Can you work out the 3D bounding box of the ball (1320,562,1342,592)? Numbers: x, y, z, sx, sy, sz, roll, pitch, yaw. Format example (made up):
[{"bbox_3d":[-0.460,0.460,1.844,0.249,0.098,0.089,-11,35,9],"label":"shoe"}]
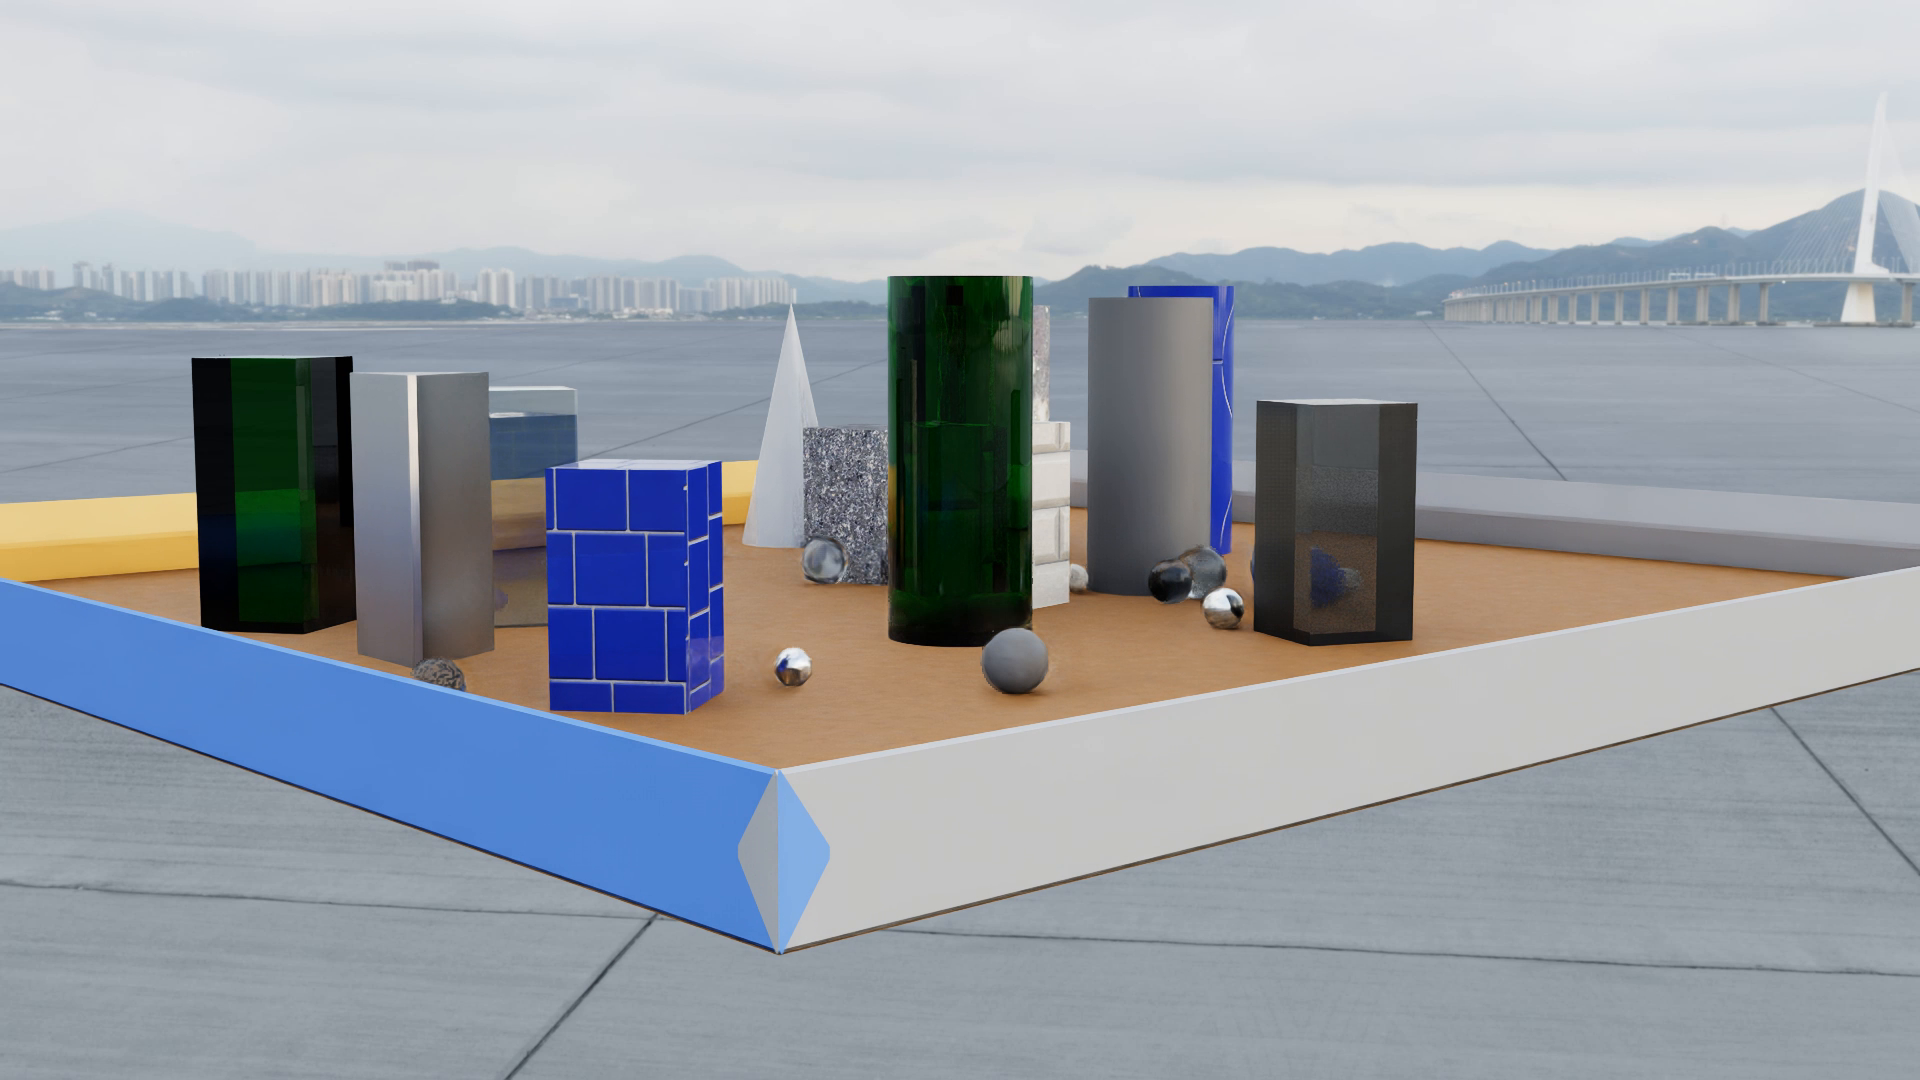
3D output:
[{"bbox_3d":[0.578,0.059,3.475,0.050,0.050,0.050,0,6,0],"label":"ball"}]

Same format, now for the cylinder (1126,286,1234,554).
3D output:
[{"bbox_3d":[0.405,-0.222,4.057,0.197,0.488,0.197,0,6,0],"label":"cylinder"}]

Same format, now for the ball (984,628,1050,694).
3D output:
[{"bbox_3d":[0.065,0.141,2.562,0.077,0.077,0.077,0,6,0],"label":"ball"}]

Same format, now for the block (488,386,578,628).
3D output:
[{"bbox_3d":[-0.637,-0.051,3.158,0.158,0.334,0.158,-2,6,-18],"label":"block"}]

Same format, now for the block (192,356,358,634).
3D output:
[{"bbox_3d":[-0.963,-0.068,3.105,0.158,0.380,0.158,1,6,13],"label":"block"}]

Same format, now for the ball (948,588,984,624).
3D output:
[{"bbox_3d":[0.008,0.094,3.137,0.050,0.050,0.050,0,6,0],"label":"ball"}]

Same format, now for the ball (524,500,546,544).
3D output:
[{"bbox_3d":[-0.788,-0.035,4.196,0.086,0.086,0.086,0,6,0],"label":"ball"}]

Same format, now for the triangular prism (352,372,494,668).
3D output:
[{"bbox_3d":[-0.672,-0.032,2.831,0.148,0.365,0.171,-5,8,-40],"label":"triangular prism"}]

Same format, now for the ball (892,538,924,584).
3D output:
[{"bbox_3d":[-0.072,0.035,3.579,0.075,0.075,0.075,0,6,0],"label":"ball"}]

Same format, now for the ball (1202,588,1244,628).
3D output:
[{"bbox_3d":[0.369,0.096,3.083,0.058,0.058,0.058,0,6,0],"label":"ball"}]

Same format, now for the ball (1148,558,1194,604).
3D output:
[{"bbox_3d":[0.321,0.063,3.345,0.069,0.069,0.069,0,6,0],"label":"ball"}]

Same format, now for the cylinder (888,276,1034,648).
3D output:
[{"bbox_3d":[0.000,-0.111,2.988,0.197,0.490,0.197,0,6,0],"label":"cylinder"}]

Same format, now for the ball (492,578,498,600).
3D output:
[{"bbox_3d":[-0.726,0.075,3.357,0.042,0.042,0.042,0,6,0],"label":"ball"}]

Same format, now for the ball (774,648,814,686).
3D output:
[{"bbox_3d":[-0.198,0.151,2.608,0.047,0.047,0.047,0,6,0],"label":"ball"}]

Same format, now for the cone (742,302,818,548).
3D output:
[{"bbox_3d":[-0.322,-0.224,4.212,0.197,0.460,0.197,0,6,0],"label":"cone"}]

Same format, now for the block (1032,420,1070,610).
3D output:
[{"bbox_3d":[0.057,-0.040,3.336,0.158,0.276,0.158,4,7,36],"label":"block"}]

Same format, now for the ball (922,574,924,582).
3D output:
[{"bbox_3d":[-0.028,0.059,3.416,0.061,0.061,0.061,0,6,0],"label":"ball"}]

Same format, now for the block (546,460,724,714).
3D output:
[{"bbox_3d":[-0.368,0.049,2.507,0.158,0.271,0.158,1,6,9],"label":"block"}]

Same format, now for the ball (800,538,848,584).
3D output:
[{"bbox_3d":[-0.220,0.034,3.577,0.078,0.078,0.078,0,6,0],"label":"ball"}]

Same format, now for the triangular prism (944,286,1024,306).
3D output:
[{"bbox_3d":[0.080,-0.251,4.316,0.171,0.491,0.148,3,7,27],"label":"triangular prism"}]

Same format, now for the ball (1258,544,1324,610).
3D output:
[{"bbox_3d":[0.495,0.054,3.287,0.099,0.099,0.099,0,6,0],"label":"ball"}]

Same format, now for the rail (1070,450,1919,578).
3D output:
[{"bbox_3d":[0.960,-0.059,4.213,0.045,0.128,2.514,-5,8,-42],"label":"rail"}]

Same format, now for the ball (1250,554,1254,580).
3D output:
[{"bbox_3d":[0.499,0.042,3.407,0.097,0.097,0.097,0,6,0],"label":"ball"}]

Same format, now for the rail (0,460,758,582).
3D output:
[{"bbox_3d":[-0.836,-0.061,4.233,2.661,0.128,0.045,-5,8,-42],"label":"rail"}]

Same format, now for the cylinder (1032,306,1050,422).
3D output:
[{"bbox_3d":[0.061,-0.191,3.930,0.197,0.453,0.197,0,6,0],"label":"cylinder"}]

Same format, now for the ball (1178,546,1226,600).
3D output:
[{"bbox_3d":[0.371,0.051,3.401,0.081,0.081,0.081,0,6,0],"label":"ball"}]

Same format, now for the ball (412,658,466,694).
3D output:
[{"bbox_3d":[-0.580,0.162,2.442,0.060,0.060,0.060,0,6,0],"label":"ball"}]

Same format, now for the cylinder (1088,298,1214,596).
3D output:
[{"bbox_3d":[0.302,-0.153,3.509,0.197,0.464,0.197,0,6,0],"label":"cylinder"}]

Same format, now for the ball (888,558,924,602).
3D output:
[{"bbox_3d":[-0.078,0.061,3.376,0.067,0.067,0.067,0,6,0],"label":"ball"}]

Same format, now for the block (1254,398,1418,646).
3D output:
[{"bbox_3d":[0.511,-0.029,3.006,0.158,0.321,0.158,-2,6,-20],"label":"block"}]

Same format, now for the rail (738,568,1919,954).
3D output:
[{"bbox_3d":[0.836,0.127,2.430,2.661,0.128,0.045,-5,8,-42],"label":"rail"}]

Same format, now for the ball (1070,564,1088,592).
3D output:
[{"bbox_3d":[0.181,0.061,3.477,0.045,0.045,0.045,0,6,0],"label":"ball"}]

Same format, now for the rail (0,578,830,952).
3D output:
[{"bbox_3d":[-0.960,0.125,2.451,0.045,0.128,2.514,-5,8,-42],"label":"rail"}]

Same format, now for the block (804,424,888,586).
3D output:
[{"bbox_3d":[-0.149,-0.062,3.662,0.158,0.252,0.158,4,7,34],"label":"block"}]
